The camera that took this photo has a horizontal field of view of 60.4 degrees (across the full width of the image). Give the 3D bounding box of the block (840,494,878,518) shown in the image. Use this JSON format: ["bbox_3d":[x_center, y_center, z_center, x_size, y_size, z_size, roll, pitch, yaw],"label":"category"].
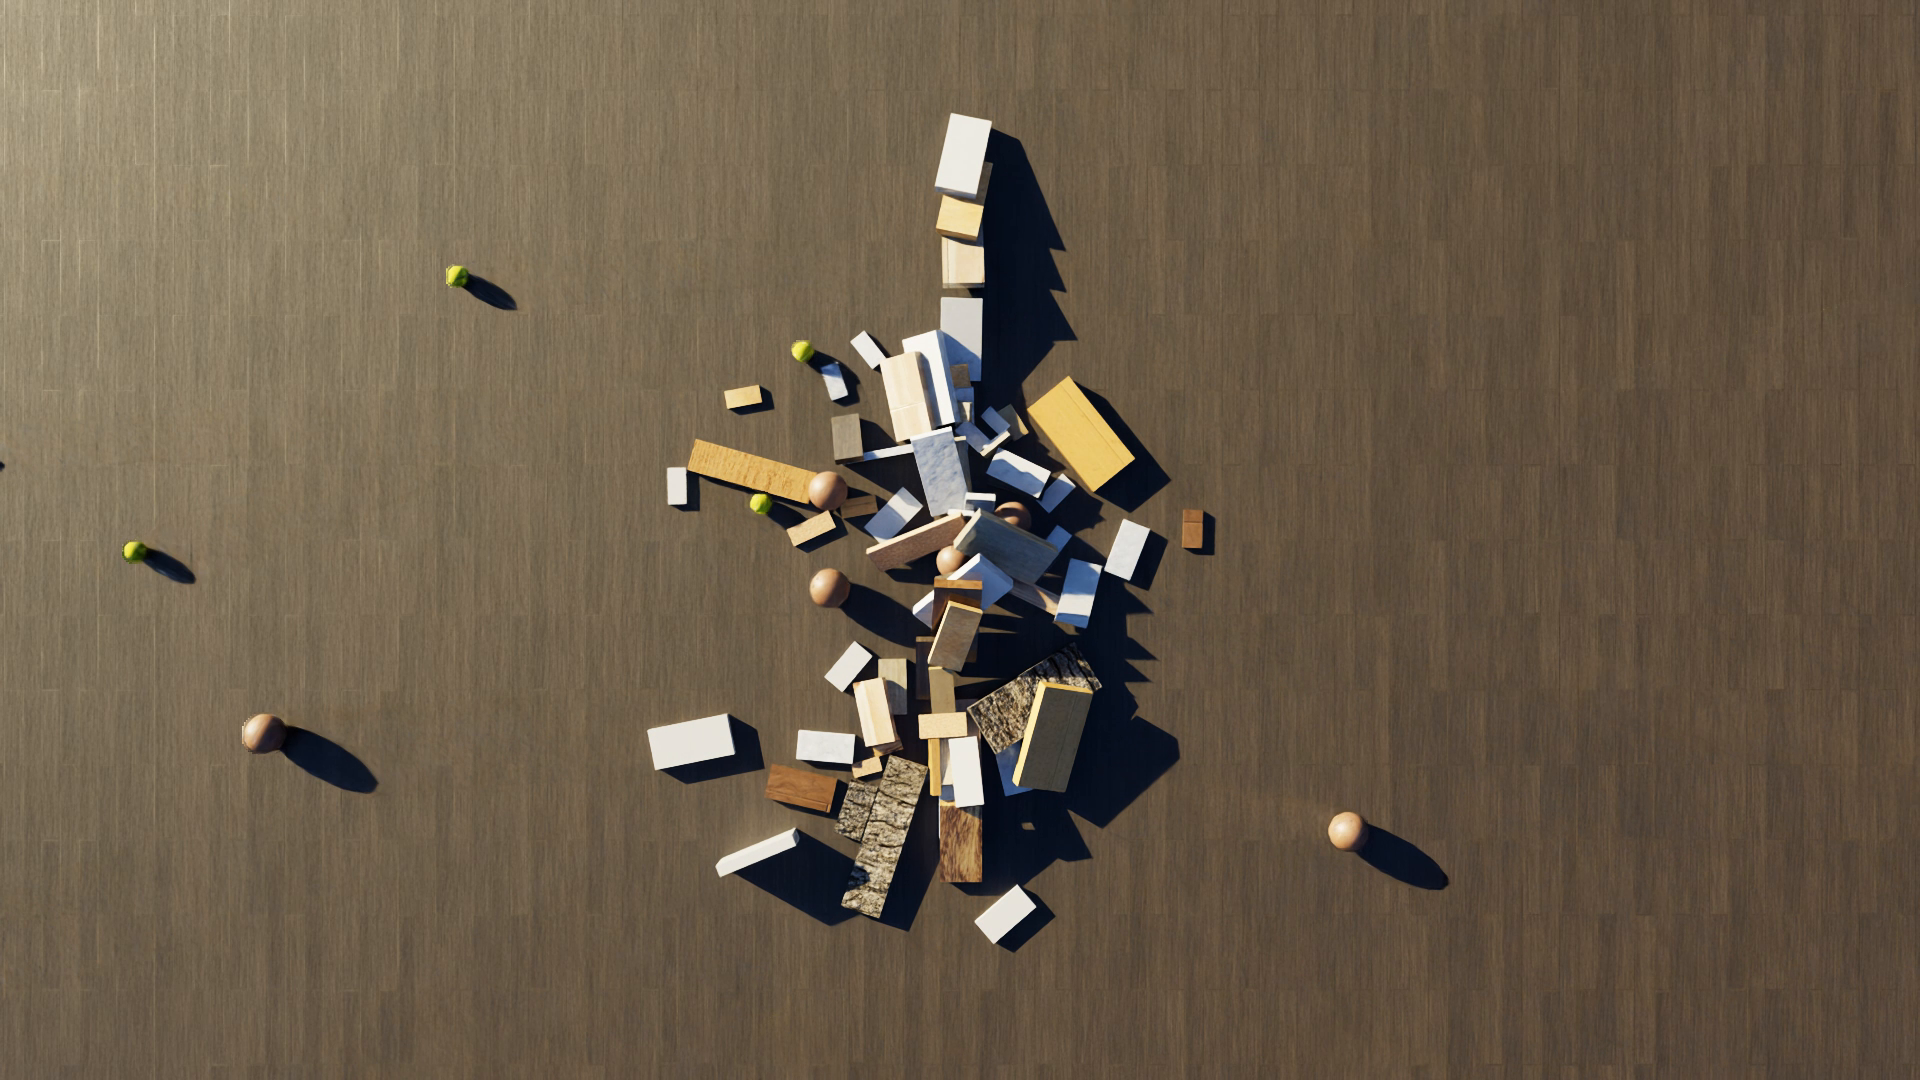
[{"bbox_3d":[-0.337,-0.111,5.491,0.121,0.017,0.061,-10,90,0],"label":"block"}]

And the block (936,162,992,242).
[{"bbox_3d":[0.015,-1.128,5.442,0.137,0.039,0.274,12,73,0],"label":"block"}]

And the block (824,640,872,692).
[{"bbox_3d":[-0.370,0.420,5.489,0.078,0.022,0.156,40,90,0],"label":"block"}]

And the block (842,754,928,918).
[{"bbox_3d":[-0.250,0.983,5.473,0.134,0.038,0.524,18,92,0],"label":"block"}]

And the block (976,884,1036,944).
[{"bbox_3d":[0.152,1.244,5.487,0.187,0.027,0.094,-41,90,0],"label":"block"}]

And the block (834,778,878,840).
[{"bbox_3d":[-0.346,0.895,5.487,0.094,0.027,0.187,19,90,0],"label":"block"}]

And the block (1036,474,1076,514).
[{"bbox_3d":[0.319,-0.155,5.491,0.126,0.018,0.063,-45,90,0],"label":"block"}]

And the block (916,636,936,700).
[{"bbox_3d":[-0.089,0.423,5.435,0.111,0.031,0.222,1,117,-1],"label":"block"}]

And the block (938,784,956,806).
[{"bbox_3d":[-0.001,0.847,5.480,0.138,0.039,0.276,0,90,0],"label":"block"}]

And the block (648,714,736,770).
[{"bbox_3d":[-0.891,0.670,5.481,0.267,0.038,0.134,-11,90,0],"label":"block"}]

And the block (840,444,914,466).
[{"bbox_3d":[-0.231,-0.291,5.452,0.332,0.094,0.027,-10,94,0],"label":"block"}]

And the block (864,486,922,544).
[{"bbox_3d":[-0.221,-0.077,5.487,0.094,0.027,0.187,44,90,0],"label":"block"}]

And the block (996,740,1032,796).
[{"bbox_3d":[0.174,0.751,5.487,0.092,0.026,0.185,-14,90,0],"label":"block"}]

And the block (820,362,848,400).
[{"bbox_3d":[-0.418,-0.528,5.492,0.058,0.016,0.116,-19,90,0],"label":"block"}]

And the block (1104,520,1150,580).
[{"bbox_3d":[0.555,0.033,5.487,0.092,0.026,0.184,21,90,0],"label":"block"}]

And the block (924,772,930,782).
[{"bbox_3d":[-0.146,0.797,5.493,0.095,0.014,0.048,-35,90,0],"label":"block"}]

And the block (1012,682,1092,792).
[{"bbox_3d":[0.304,0.647,5.412,0.175,0.050,0.350,10,102,-22],"label":"block"}]

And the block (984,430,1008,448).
[{"bbox_3d":[0.122,-0.328,5.475,0.095,0.047,0.013,-36,75,0],"label":"block"}]

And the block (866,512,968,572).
[{"bbox_3d":[-0.132,0.008,5.413,0.349,0.026,0.092,-22,126,17],"label":"block"}]

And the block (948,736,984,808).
[{"bbox_3d":[0.021,0.759,5.396,0.092,0.026,0.221,-6,77,-1],"label":"block"}]

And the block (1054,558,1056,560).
[{"bbox_3d":[0.251,0.040,5.470,0.123,0.017,0.062,41,116,-2],"label":"block"}]

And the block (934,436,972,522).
[{"bbox_3d":[-0.033,-0.198,5.430,0.137,0.039,0.274,-7,112,0],"label":"block"}]

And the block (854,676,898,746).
[{"bbox_3d":[-0.280,0.568,5.462,0.107,0.030,0.213,-13,87,20],"label":"block"}]

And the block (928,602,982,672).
[{"bbox_3d":[-0.016,0.313,5.347,0.111,0.031,0.222,15,112,-12],"label":"block"}]

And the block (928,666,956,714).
[{"bbox_3d":[-0.058,0.493,5.422,0.078,0.022,0.156,-4,104,1],"label":"block"}]

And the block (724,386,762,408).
[{"bbox_3d":[-0.721,-0.476,5.492,0.116,0.016,0.058,-11,90,0],"label":"block"}]

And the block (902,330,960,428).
[{"bbox_3d":[-0.094,-0.527,5.445,0.137,0.039,0.305,-12,90,34],"label":"block"}]

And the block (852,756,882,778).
[{"bbox_3d":[-0.310,0.756,5.493,0.095,0.014,0.048,-15,90,0],"label":"block"}]

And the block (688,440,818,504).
[{"bbox_3d":[-0.690,-0.227,5.485,0.417,0.030,0.107,16,90,0],"label":"block"}]

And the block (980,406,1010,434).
[{"bbox_3d":[0.118,-0.395,5.483,0.095,0.013,0.047,45,108,5],"label":"block"}]

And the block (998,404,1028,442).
[{"bbox_3d":[0.175,-0.391,5.492,0.057,0.016,0.113,-32,90,0],"label":"block"}]

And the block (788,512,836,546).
[{"bbox_3d":[-0.495,-0.039,5.491,0.152,0.017,0.061,-25,90,0],"label":"block"}]

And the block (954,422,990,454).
[{"bbox_3d":[0.042,-0.347,5.471,0.113,0.016,0.057,42,102,-17],"label":"block"}]

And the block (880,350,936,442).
[{"bbox_3d":[-0.170,-0.475,5.449,0.137,0.039,0.274,-12,90,30],"label":"block"}]

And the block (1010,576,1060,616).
[{"bbox_3d":[0.227,0.172,5.491,0.359,0.018,0.063,26,90,0],"label":"block"}]

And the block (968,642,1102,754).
[{"bbox_3d":[0.246,0.520,5.445,0.416,0.050,0.175,-32,90,-8],"label":"block"}]
